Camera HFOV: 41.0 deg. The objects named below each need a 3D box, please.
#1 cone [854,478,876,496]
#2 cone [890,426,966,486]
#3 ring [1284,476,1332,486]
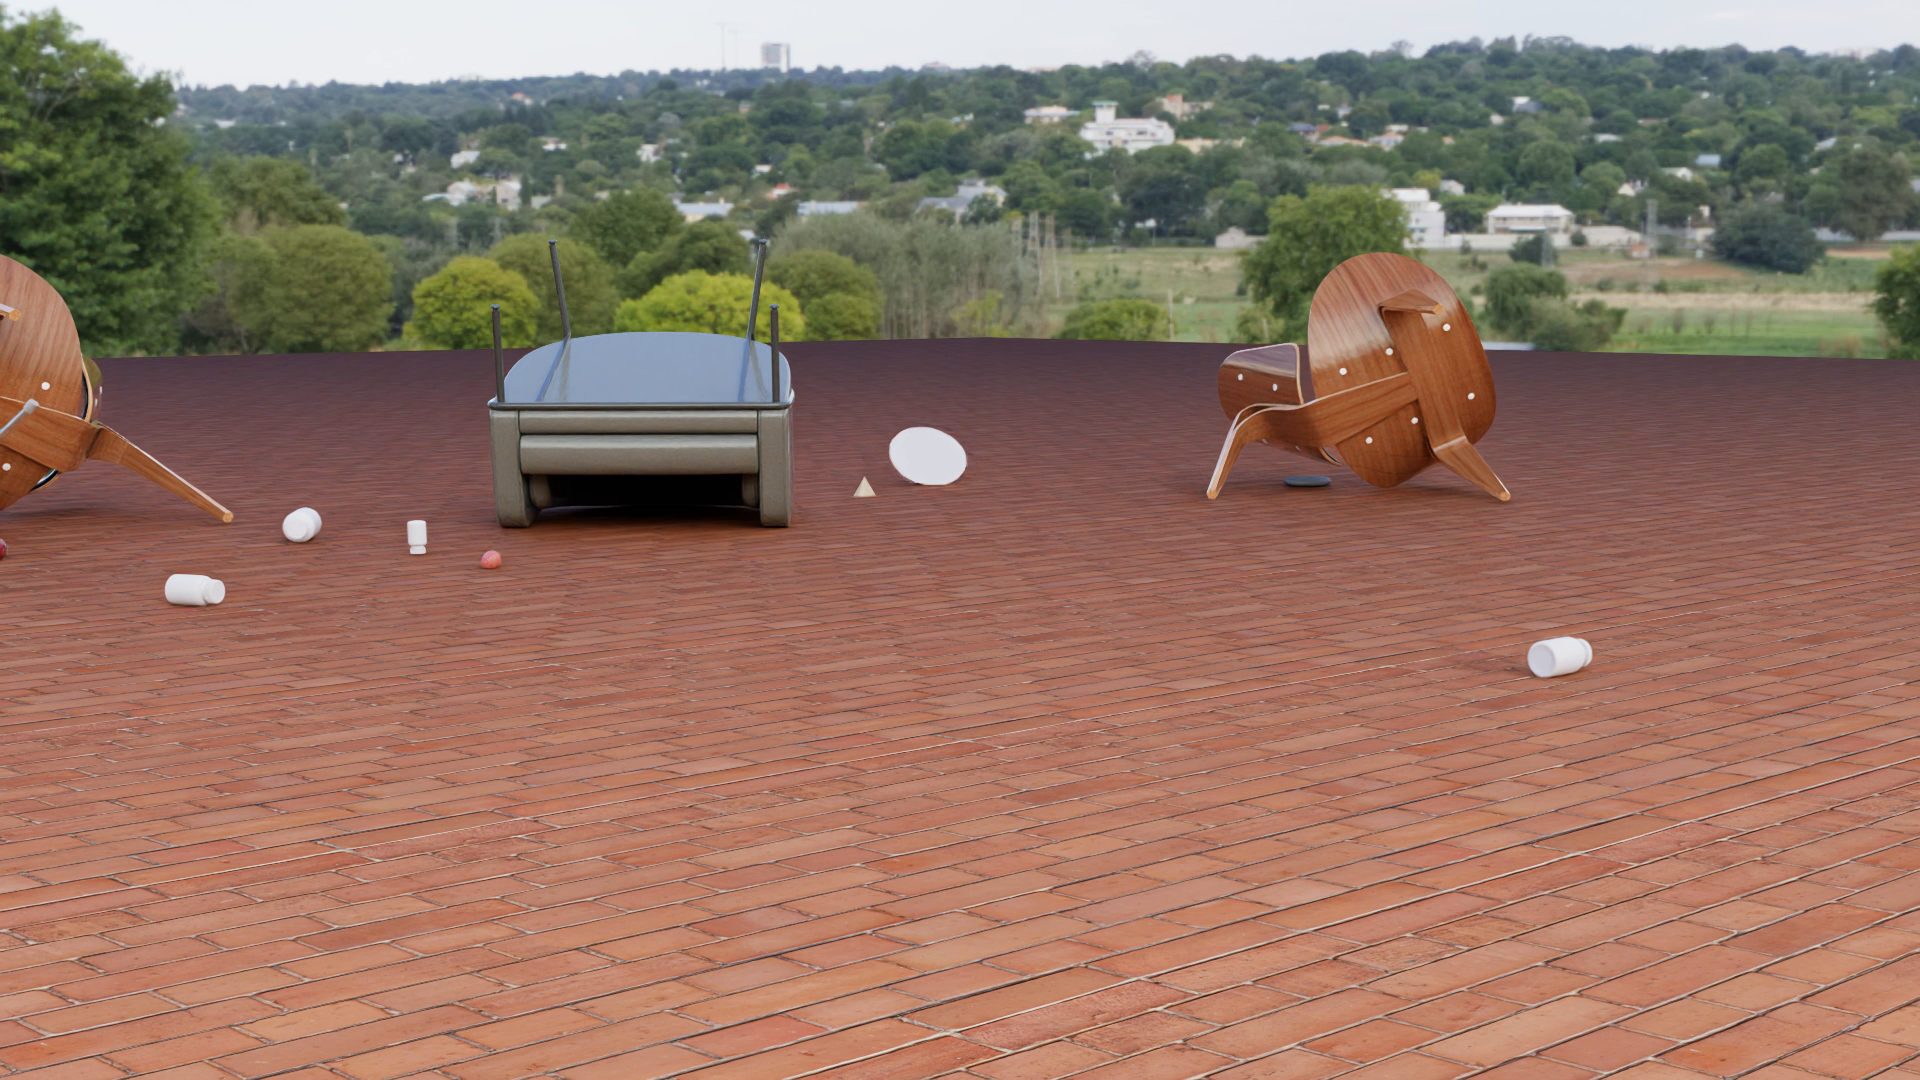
[{"bbox_3d":[-0.286,-0.161,7.688,0.074,0.060,0.042,-4,7,-31],"label":"cone"},{"bbox_3d":[-0.123,-0.228,8.187,0.252,0.208,0.170,9,-28,-12],"label":"cone"},{"bbox_3d":[1.094,-0.185,8.072,0.171,0.029,0.130,-5,8,-43],"label":"ring"}]
